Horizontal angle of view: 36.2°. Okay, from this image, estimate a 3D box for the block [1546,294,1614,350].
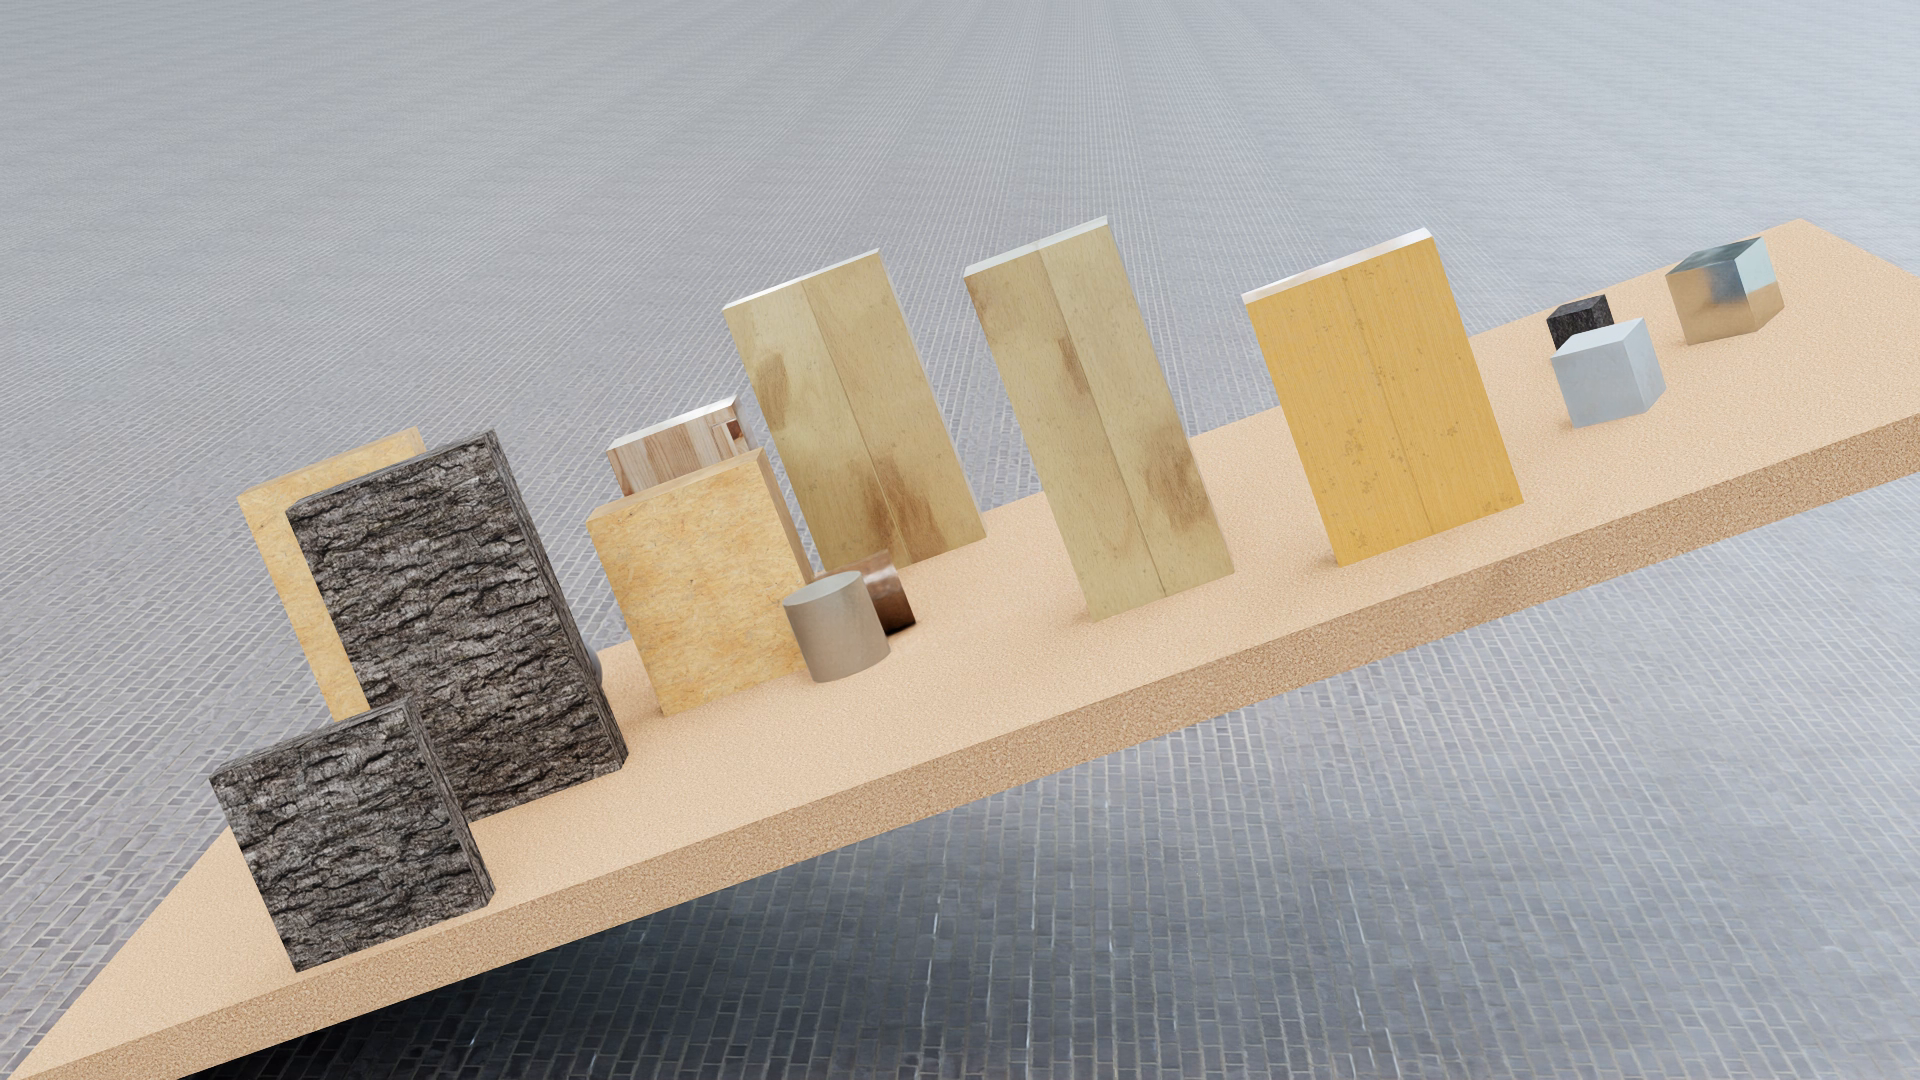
[{"bbox_3d":[1.374,-0.465,6.487,0.107,0.107,0.107,-14,14,33],"label":"block"}]

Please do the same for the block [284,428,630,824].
[{"bbox_3d":[-1.042,0.196,6.129,0.442,0.749,0.119,-20,12,7],"label":"block"}]

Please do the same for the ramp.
[{"bbox_3d":[0.118,0.176,6.295,4.000,0.100,2.000,-20,12,7],"label":"ramp"}]

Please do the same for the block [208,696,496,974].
[{"bbox_3d":[-1.137,0.552,5.515,0.392,0.410,0.089,-20,12,7],"label":"block"}]

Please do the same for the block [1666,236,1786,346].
[{"bbox_3d":[1.613,-0.525,6.201,0.160,0.160,0.160,-11,15,40],"label":"block"}]

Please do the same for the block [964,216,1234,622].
[{"bbox_3d":[0.277,-0.238,5.817,0.296,0.735,0.149,-20,12,7],"label":"block"}]

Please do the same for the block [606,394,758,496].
[{"bbox_3d":[-0.575,-0.030,6.886,0.313,0.531,0.140,-20,12,7],"label":"block"}]

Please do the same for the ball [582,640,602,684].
[{"bbox_3d":[-0.920,0.311,6.794,0.189,0.189,0.189,0,13,0],"label":"ball"}]

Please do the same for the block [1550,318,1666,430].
[{"bbox_3d":[1.301,-0.334,5.898,0.154,0.154,0.154,-14,14,33],"label":"block"}]

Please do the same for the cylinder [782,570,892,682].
[{"bbox_3d":[-0.261,0.183,6.231,0.179,0.179,0.179,-20,12,4],"label":"cylinder"}]

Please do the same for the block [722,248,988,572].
[{"bbox_3d":[-0.244,-0.281,6.965,0.390,0.725,0.087,-20,12,7],"label":"block"}]

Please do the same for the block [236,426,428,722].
[{"bbox_3d":[-1.305,0.163,6.749,0.422,0.748,0.100,-20,12,7],"label":"block"}]

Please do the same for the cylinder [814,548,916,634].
[{"bbox_3d":[-0.208,0.129,6.406,0.173,0.173,0.173,-21,15,-2],"label":"cylinder"}]

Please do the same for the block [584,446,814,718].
[{"bbox_3d":[-0.536,0.092,6.423,0.398,0.465,0.149,-20,12,7],"label":"block"}]

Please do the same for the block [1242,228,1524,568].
[{"bbox_3d":[0.794,-0.267,5.534,0.364,0.535,0.128,-20,12,7],"label":"block"}]
